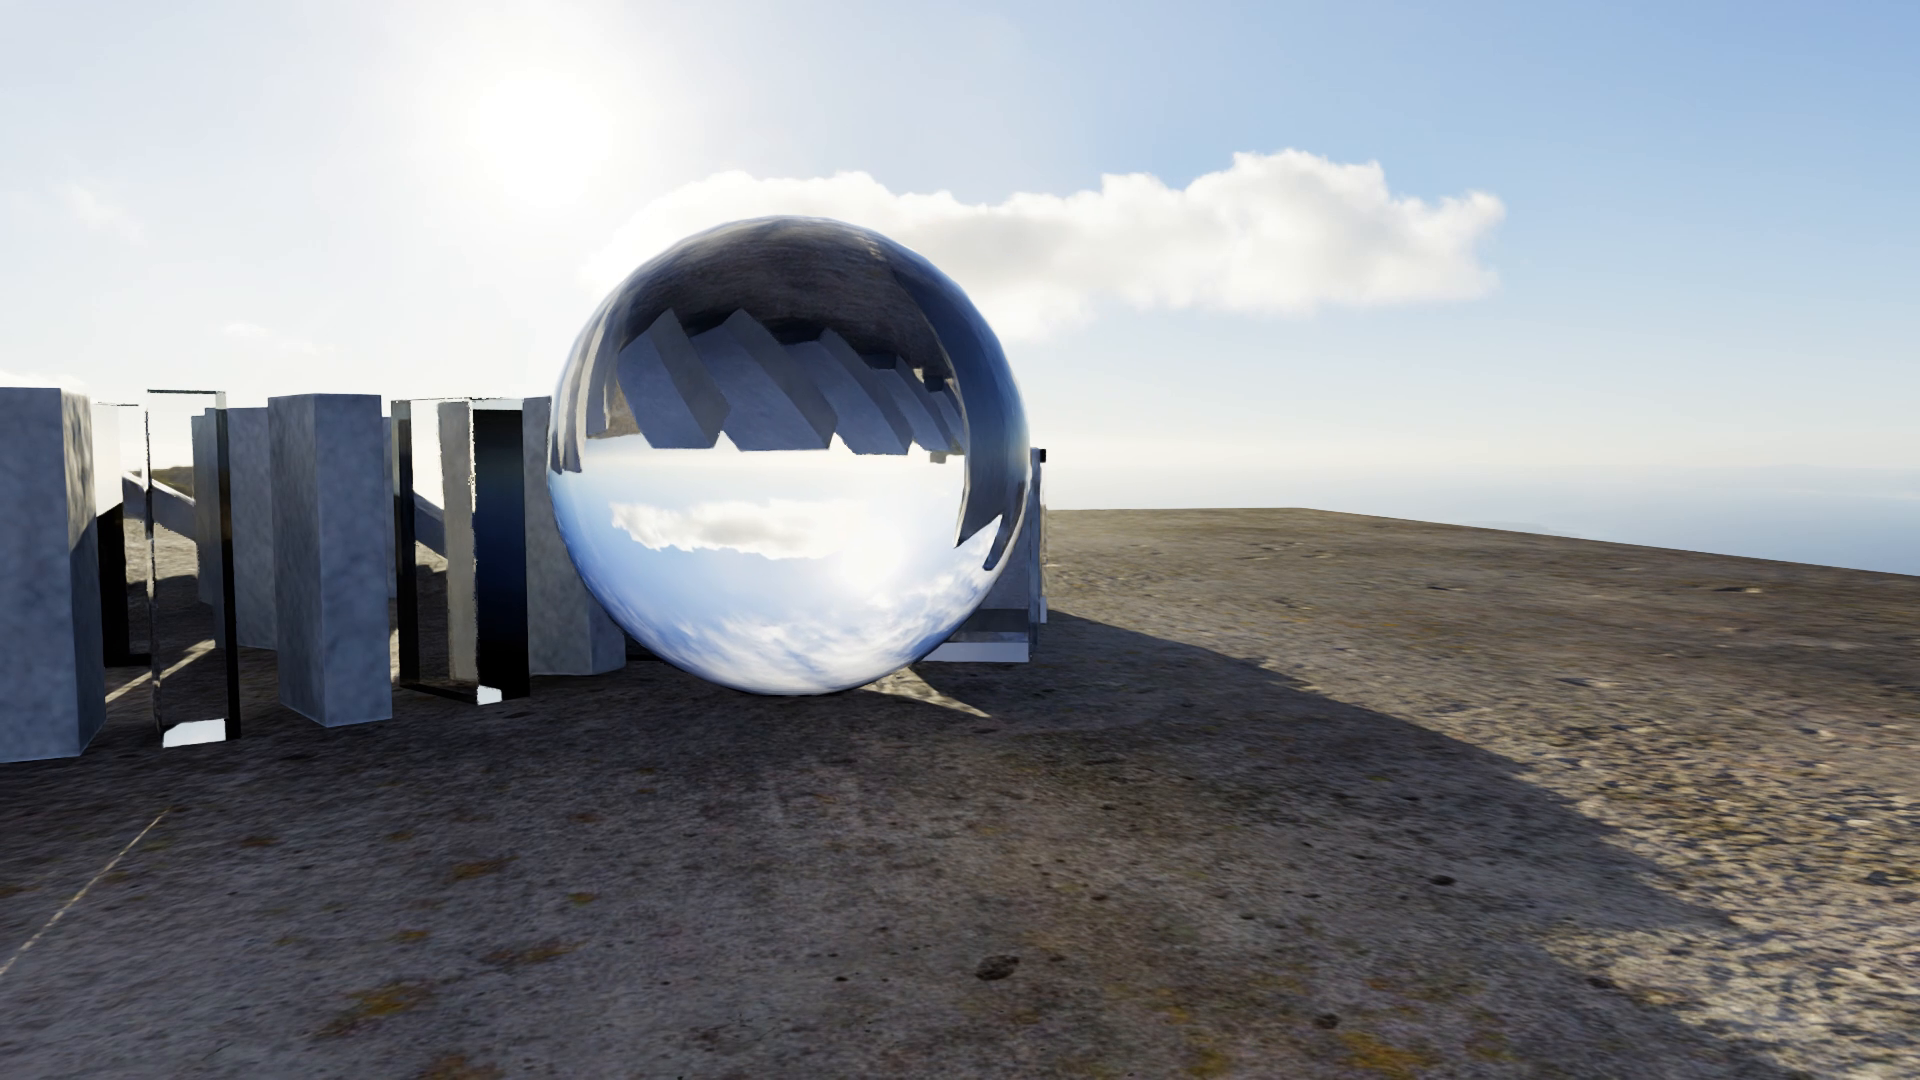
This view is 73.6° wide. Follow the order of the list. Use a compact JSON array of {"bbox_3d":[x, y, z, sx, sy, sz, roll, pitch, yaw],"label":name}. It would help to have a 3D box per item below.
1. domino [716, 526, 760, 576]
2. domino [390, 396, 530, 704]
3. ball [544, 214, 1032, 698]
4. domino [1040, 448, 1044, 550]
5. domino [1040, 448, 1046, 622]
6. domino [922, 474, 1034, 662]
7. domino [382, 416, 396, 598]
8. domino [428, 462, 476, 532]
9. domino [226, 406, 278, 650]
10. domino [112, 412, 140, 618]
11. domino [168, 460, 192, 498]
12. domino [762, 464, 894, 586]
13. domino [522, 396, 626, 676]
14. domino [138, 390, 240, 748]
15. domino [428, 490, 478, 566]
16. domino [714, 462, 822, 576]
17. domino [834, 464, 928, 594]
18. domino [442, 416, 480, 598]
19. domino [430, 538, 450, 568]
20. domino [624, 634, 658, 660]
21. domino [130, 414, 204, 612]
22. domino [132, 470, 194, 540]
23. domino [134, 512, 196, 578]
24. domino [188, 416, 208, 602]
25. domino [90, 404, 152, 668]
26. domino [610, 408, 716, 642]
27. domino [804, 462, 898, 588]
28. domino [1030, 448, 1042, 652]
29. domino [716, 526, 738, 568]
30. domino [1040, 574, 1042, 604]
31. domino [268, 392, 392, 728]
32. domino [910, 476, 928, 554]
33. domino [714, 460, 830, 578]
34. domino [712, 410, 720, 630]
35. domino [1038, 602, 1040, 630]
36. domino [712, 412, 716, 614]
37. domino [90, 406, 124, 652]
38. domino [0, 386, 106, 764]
[{"bbox_3d":[-0.084,-0.007,0.436,0.050,0.009,0.025,37,22,26],"label":"domino"},{"bbox_3d":[-0.085,0.001,0.219,0.025,0.050,0.010,3,5,38],"label":"domino"},{"bbox_3d":[-0.028,-0.014,0.216,0.080,0.080,0.080,0,4,0],"label":"ball"},{"bbox_3d":[0.006,0.000,0.292,0.025,0.009,0.050,1,48,5],"label":"domino"},{"bbox_3d":[0.009,-0.002,0.319,0.025,0.010,0.050,0,48,4],"label":"domino"},{"bbox_3d":[0.002,0.002,0.264,0.025,0.010,0.050,0,48,4],"label":"domino"},{"bbox_3d":[-0.159,-0.010,0.366,0.010,0.050,0.025,-1,4,-10],"label":"domino"},{"bbox_3d":[-0.167,-0.009,0.448,0.050,0.010,0.025,34,0,-4],"label":"domino"},{"bbox_3d":[-0.148,-0.003,0.272,0.025,0.050,0.009,2,5,29],"label":"domino"},{"bbox_3d":[-0.217,-0.006,0.316,0.025,0.050,0.010,1,4,15],"label":"domino"},{"bbox_3d":[-0.234,-0.008,0.426,0.050,0.010,0.025,36,-11,-20],"label":"domino"},{"bbox_3d":[-0.039,-0.006,0.405,0.025,0.010,0.050,-4,40,-42],"label":"domino"},{"bbox_3d":[-0.076,-0.001,0.236,0.025,0.050,0.009,-2,3,24],"label":"domino"},{"bbox_3d":[-0.115,0.003,0.191,0.010,0.050,0.025,-3,5,-35],"label":"domino"},{"bbox_3d":[-0.184,-0.009,0.445,0.050,0.010,0.025,34,-3,-8],"label":"domino"},{"bbox_3d":[-0.069,-0.008,0.426,0.050,0.010,0.025,43,26,27],"label":"domino"},{"bbox_3d":[-0.015,-0.004,0.380,0.025,0.010,0.050,-1,37,-35],"label":"domino"},{"bbox_3d":[-0.135,-0.010,0.366,0.009,0.050,0.025,1,4,12],"label":"domino"},{"bbox_3d":[-0.200,-0.009,0.441,0.050,0.010,0.025,34,-3,-11],"label":"domino"},{"bbox_3d":[-0.068,-0.002,0.256,0.025,0.050,0.010,1,4,9],"label":"domino"},{"bbox_3d":[-0.210,-0.008,0.334,0.025,0.050,0.009,2,5,29],"label":"domino"},{"bbox_3d":[-0.249,-0.006,0.417,0.050,0.010,0.025,34,-11,-25],"label":"domino"},{"bbox_3d":[-0.264,-0.006,0.403,0.050,0.010,0.025,38,-19,-33],"label":"domino"},{"bbox_3d":[-0.200,-0.009,0.348,0.010,0.050,0.025,-4,6,-43],"label":"domino"},{"bbox_3d":[-0.163,-0.002,0.256,0.010,0.050,0.025,-1,4,-16],"label":"domino"},{"bbox_3d":[-0.067,-0.003,0.279,0.025,0.050,0.009,0,4,-2],"label":"domino"},{"bbox_3d":[-0.026,-0.005,0.394,0.025,0.010,0.050,-1,38,-36],"label":"domino"},{"bbox_3d":[0.005,0.001,0.278,0.025,0.010,0.050,0,48,4],"label":"domino"},{"bbox_3d":[-0.103,-0.008,0.444,0.050,0.009,0.025,35,18,21],"label":"domino"},{"bbox_3d":[0.008,0.001,0.338,0.025,0.010,0.050,0,33,0],"label":"domino"},{"bbox_3d":[-0.100,0.002,0.203,0.010,0.050,0.025,-4,6,-42],"label":"domino"},{"bbox_3d":[0.001,-0.001,0.361,0.025,0.010,0.050,-1,34,-9],"label":"domino"},{"bbox_3d":[-0.055,-0.007,0.418,0.025,0.009,0.050,-1,38,-51],"label":"domino"},{"bbox_3d":[-0.068,-0.005,0.295,0.025,0.050,0.010,-1,4,-9],"label":"domino"},{"bbox_3d":[0.006,-0.001,0.305,0.025,0.010,0.050,0,48,3],"label":"domino"},{"bbox_3d":[-0.073,-0.006,0.314,0.025,0.050,0.009,-2,5,-20],"label":"domino"},{"bbox_3d":[-0.181,-0.002,0.254,0.009,0.050,0.025,0,4,5],"label":"domino"},{"bbox_3d":[-0.130,0.004,0.182,0.010,0.050,0.025,-2,5,-26],"label":"domino"}]
